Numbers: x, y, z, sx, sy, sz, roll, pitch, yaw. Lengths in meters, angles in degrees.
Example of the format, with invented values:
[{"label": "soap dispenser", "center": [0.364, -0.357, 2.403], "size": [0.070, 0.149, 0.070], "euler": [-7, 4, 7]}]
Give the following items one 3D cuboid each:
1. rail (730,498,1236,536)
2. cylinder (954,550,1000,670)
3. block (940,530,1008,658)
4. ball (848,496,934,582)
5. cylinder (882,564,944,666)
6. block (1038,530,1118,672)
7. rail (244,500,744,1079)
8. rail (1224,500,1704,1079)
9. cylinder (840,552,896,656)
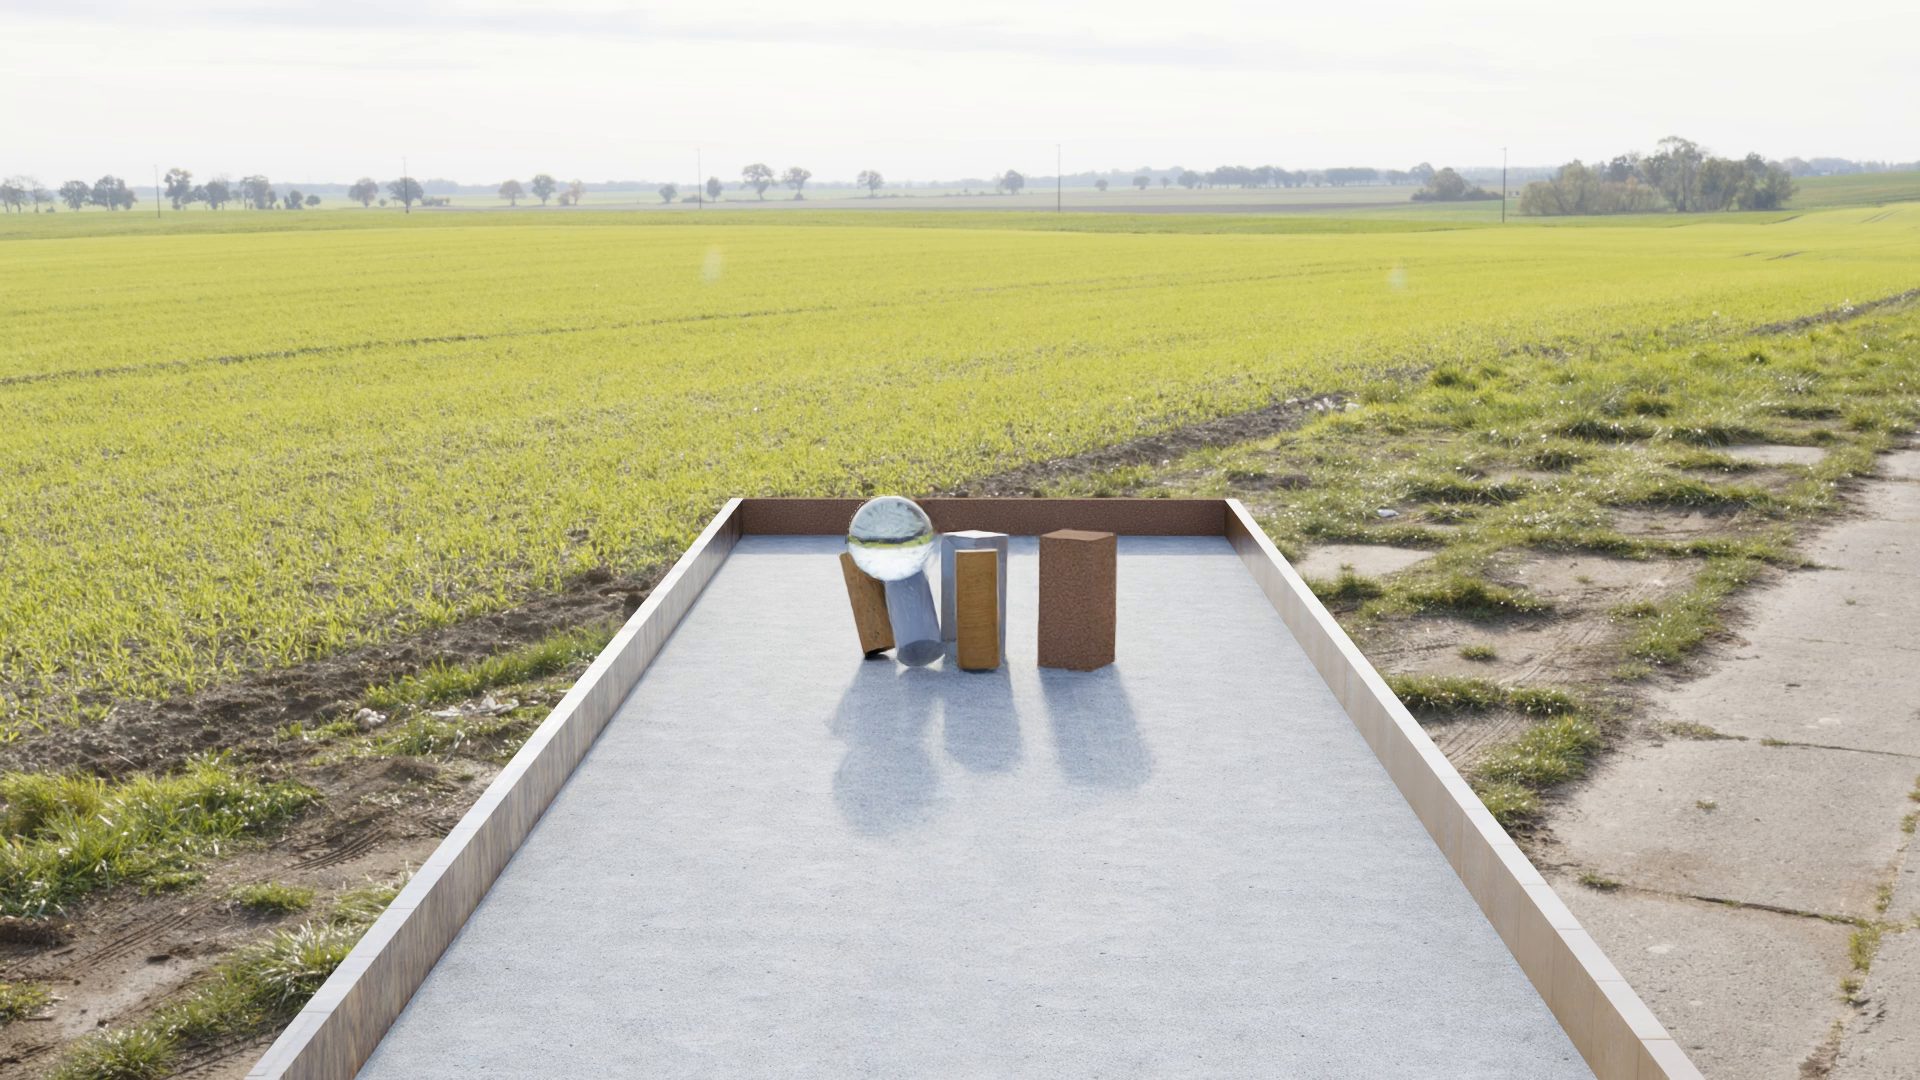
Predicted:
[{"label": "rail", "center": [0.099, -0.098, 9.147], "size": [2.100, 0.150, 0.050], "euler": [0, 9, 1]}, {"label": "cylinder", "center": [0.051, 0.205, 6.563], "size": [0.127, 0.348, 0.127], "euler": [-1, 3, 0]}, {"label": "block", "center": [0.043, 0.167, 6.734], "size": [0.143, 0.372, 0.143], "euler": [-5, 9, -45]}, {"label": "ball", "center": [-0.206, -0.004, 6.546], "size": [0.257, 0.257, 0.257], "euler": [0, 9, 0]}, {"label": "cylinder", "center": [-0.150, 0.195, 6.655], "size": [0.143, 0.143, 0.360], "euler": [-2, 53, -15]}, {"label": "block", "center": [0.354, 0.179, 6.613], "size": [0.177, 0.393, 0.177], "euler": [5, 9, 28]}, {"label": "rail", "center": [-1.004, 0.839, 3.234], "size": [0.050, 0.150, 12.000], "euler": [0, 9, 1]}, {"label": "rail", "center": [1.046, 0.843, 3.208], "size": [0.050, 0.150, 12.000], "euler": [0, 9, 1]}, {"label": "cylinder", "center": [-0.279, 0.188, 6.761], "size": [0.112, 0.313, 0.112], "euler": [-14, -10, -3]}]
